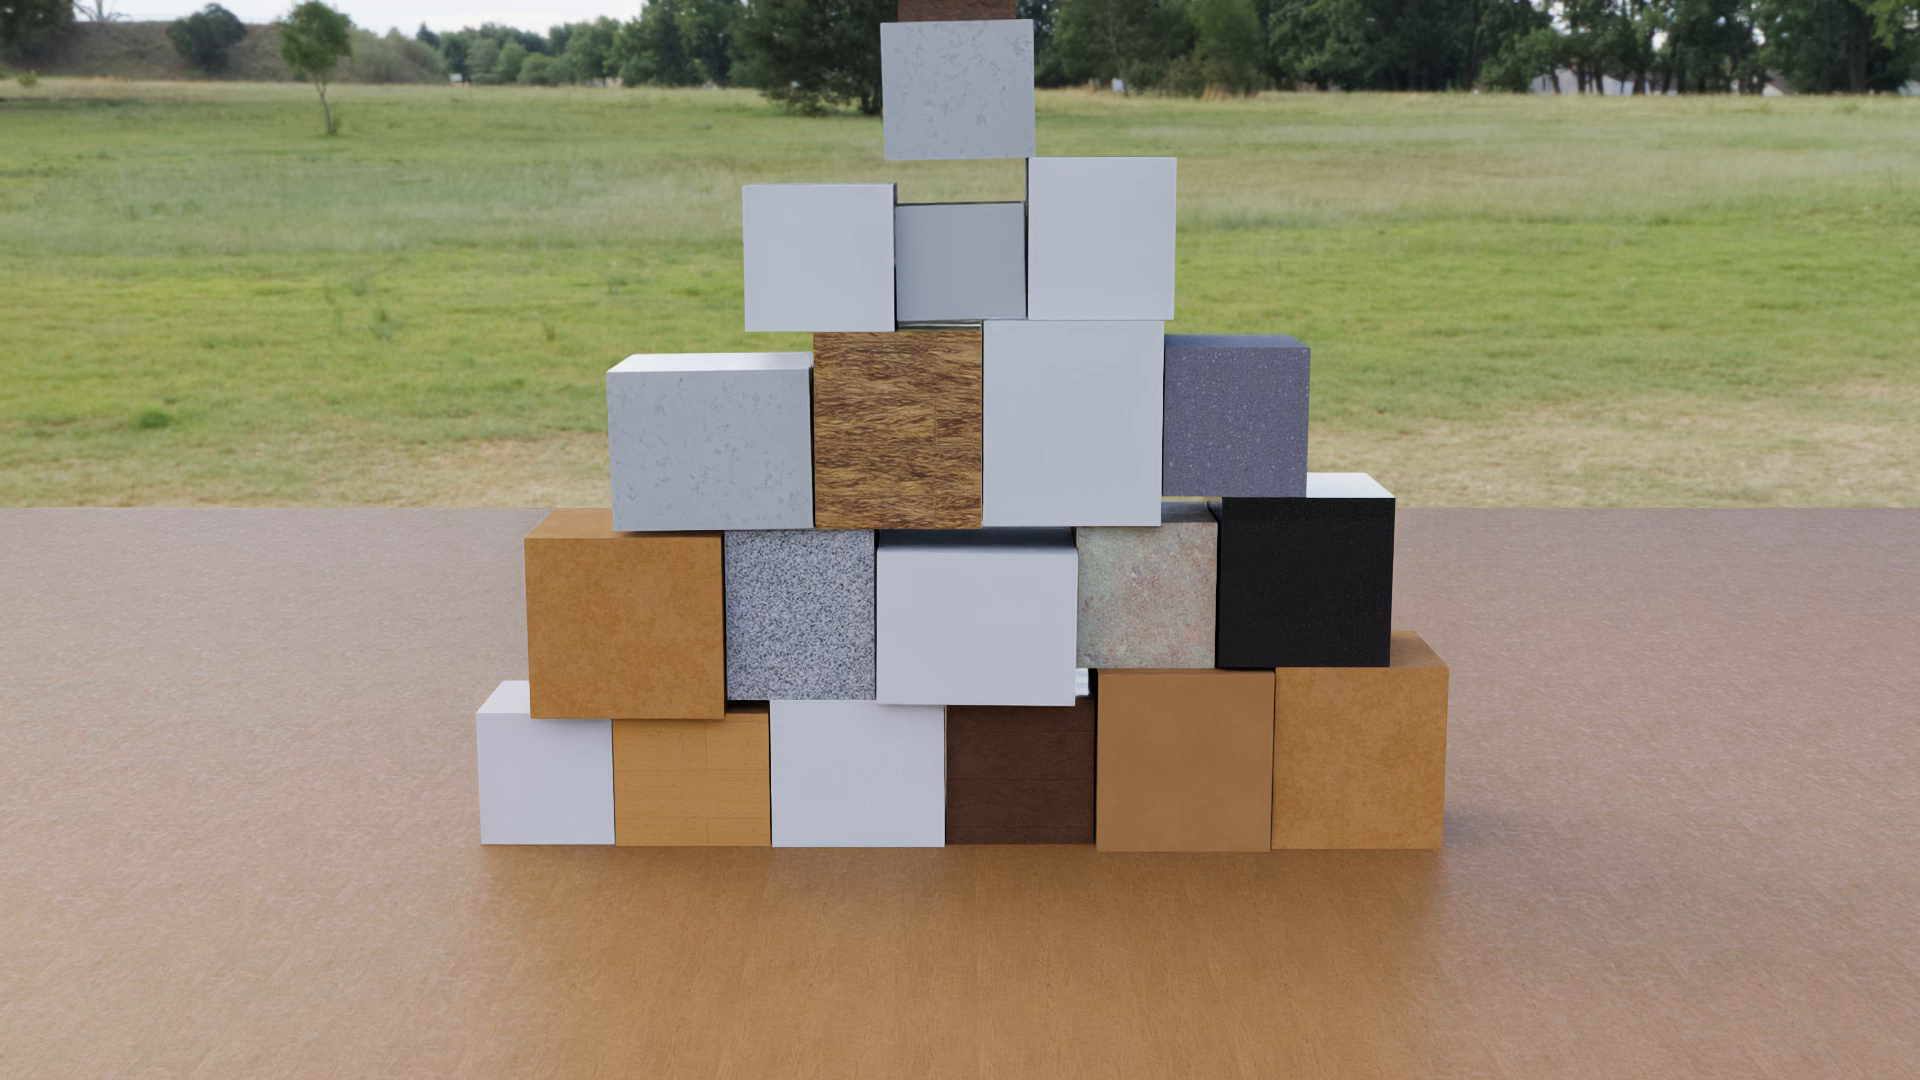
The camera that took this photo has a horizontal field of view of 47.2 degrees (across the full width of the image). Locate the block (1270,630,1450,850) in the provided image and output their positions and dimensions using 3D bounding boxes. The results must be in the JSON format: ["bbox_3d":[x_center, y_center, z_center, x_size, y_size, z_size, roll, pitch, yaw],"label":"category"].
[{"bbox_3d":[1.990,1.016,11.367,0.857,0.934,0.844,0,10,0],"label":"block"}]

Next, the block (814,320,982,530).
[{"bbox_3d":[-0.301,-0.600,11.065,0.810,0.963,0.817,0,10,0],"label":"block"}]

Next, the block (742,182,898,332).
[{"bbox_3d":[-0.679,-1.417,10.924,0.720,0.695,0.748,0,10,0],"label":"block"}]

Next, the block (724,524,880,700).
[{"bbox_3d":[-0.790,0.297,11.250,0.733,0.870,0.789,0,10,0],"label":"block"}]

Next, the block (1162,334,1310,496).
[{"bbox_3d":[1.342,-0.636,11.045,0.702,0.729,0.739,0,10,0],"label":"block"}]

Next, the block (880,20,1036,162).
[{"bbox_3d":[-0.008,-2.194,10.767,0.723,0.644,0.622,-1,10,0],"label":"block"}]

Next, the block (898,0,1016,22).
[{"bbox_3d":[-0.019,-2.785,10.665,0.558,0.551,0.568,-1,10,0],"label":"block"}]

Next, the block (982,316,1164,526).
[{"bbox_3d":[0.547,-0.636,11.071,0.867,0.999,0.844,0,10,0],"label":"block"}]

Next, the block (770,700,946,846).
[{"bbox_3d":[-0.512,1.099,11.394,0.867,0.760,0.802,0,10,0],"label":"block"}]

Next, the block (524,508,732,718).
[{"bbox_3d":[-1.645,0.357,11.235,0.958,0.906,0.892,0,10,0],"label":"block"}]

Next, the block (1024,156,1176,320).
[{"bbox_3d":[0.684,-1.505,10.896,0.706,0.774,0.624,0,10,0],"label":"block"}]

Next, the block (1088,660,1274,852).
[{"bbox_3d":[1.117,1.031,11.354,0.869,0.910,0.893,0,10,0],"label":"block"}]

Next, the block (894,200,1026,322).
[{"bbox_3d":[0.000,-1.391,10.909,0.627,0.551,0.550,-1,10,0],"label":"block"}]

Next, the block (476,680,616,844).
[{"bbox_3d":[-2.081,1.141,11.378,0.675,0.684,0.670,0,10,0],"label":"block"}]

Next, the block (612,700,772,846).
[{"bbox_3d":[-1.344,1.137,11.394,0.779,0.686,0.750,0,10,0],"label":"block"}]

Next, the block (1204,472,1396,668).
[{"bbox_3d":[1.702,0.139,11.199,0.846,0.851,0.809,0,10,0],"label":"block"}]

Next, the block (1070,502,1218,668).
[{"bbox_3d":[0.923,0.218,11.222,0.693,0.736,0.658,0,10,0],"label":"block"}]

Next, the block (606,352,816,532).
[{"bbox_3d":[-1.211,-0.512,11.093,0.977,0.780,0.878,-1,10,0],"label":"block"}]

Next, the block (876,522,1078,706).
[{"bbox_3d":[0.081,0.357,11.237,0.980,0.760,0.926,1,10,0],"label":"block"}]

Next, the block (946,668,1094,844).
[{"bbox_3d":[0.302,1.105,11.386,0.741,0.753,0.701,0,10,0],"label":"block"}]
